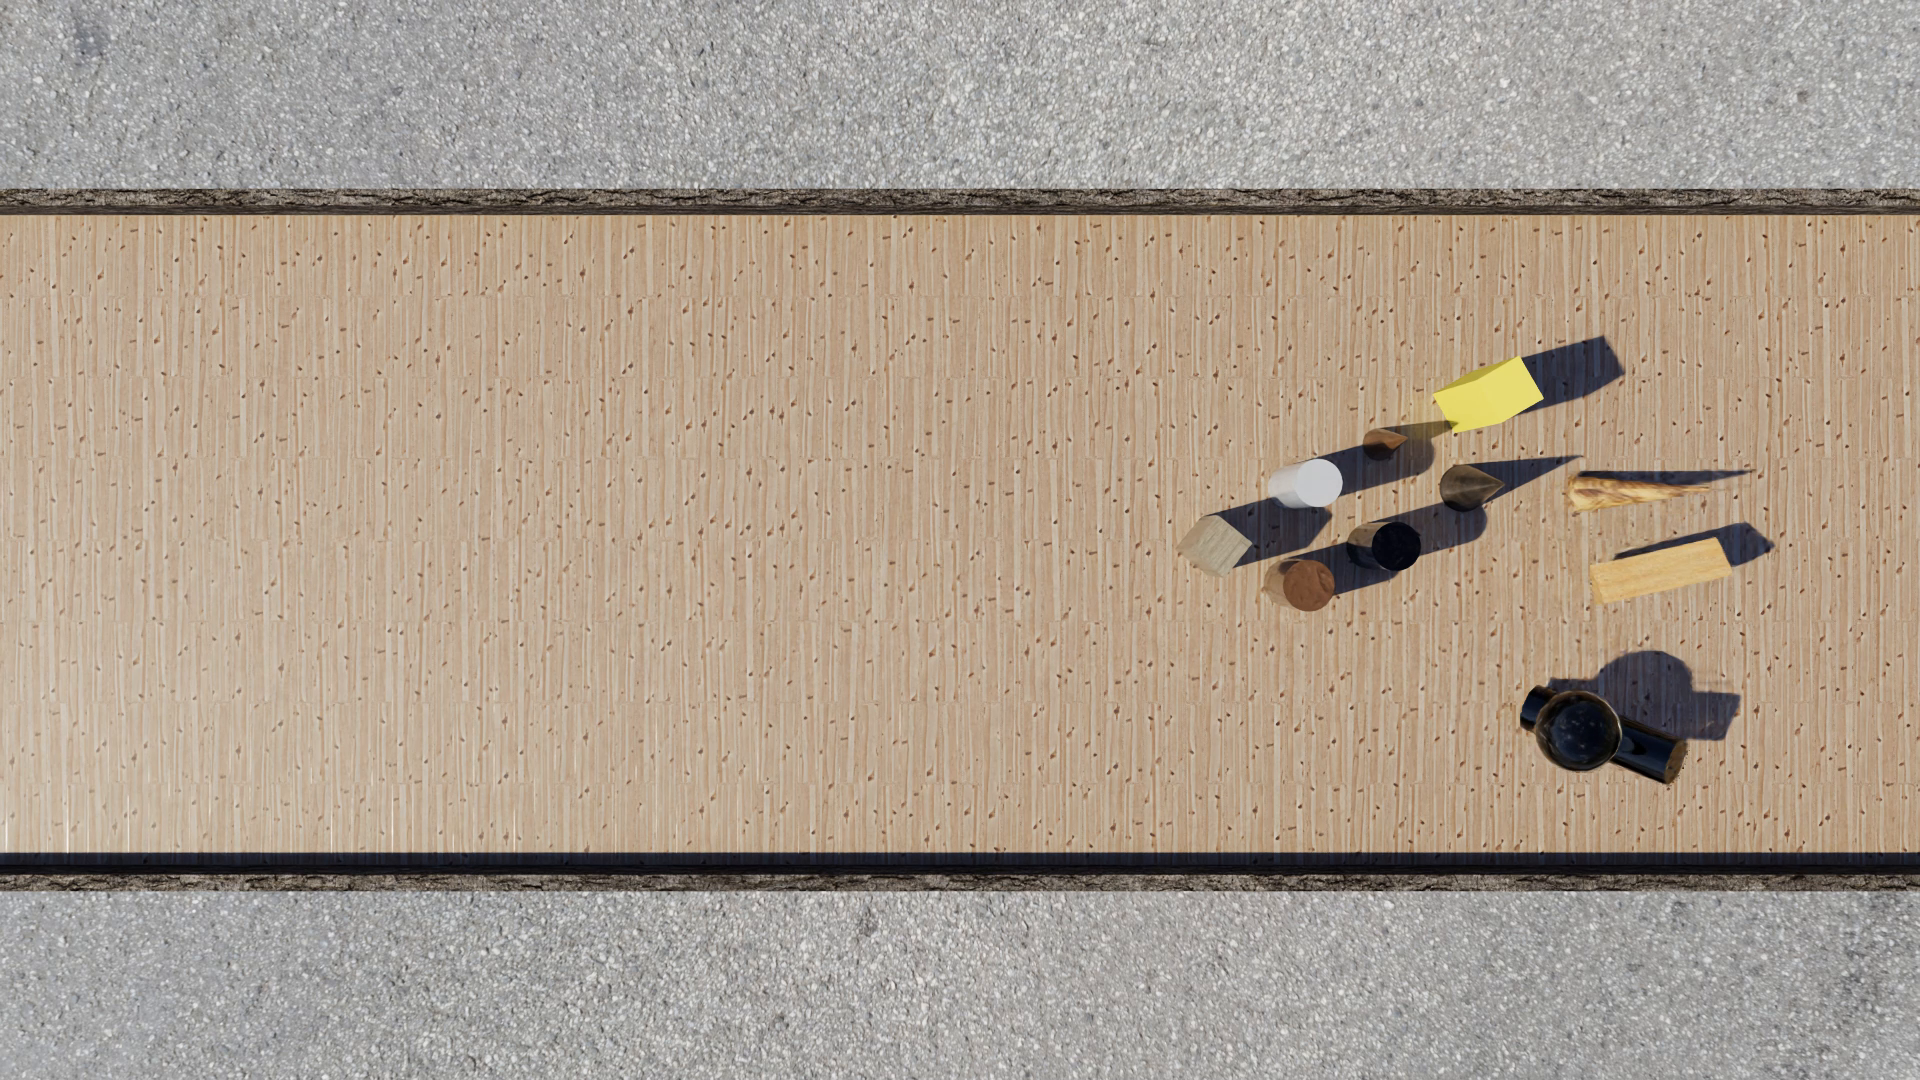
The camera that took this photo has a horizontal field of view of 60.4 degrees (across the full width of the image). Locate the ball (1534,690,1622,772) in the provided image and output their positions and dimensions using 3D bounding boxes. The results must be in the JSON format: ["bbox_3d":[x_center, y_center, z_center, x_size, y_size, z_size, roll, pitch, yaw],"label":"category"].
[{"bbox_3d":[1.774,0.549,4.735,0.235,0.235,0.235,0,90,0],"label":"ball"}]

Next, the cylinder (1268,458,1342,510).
[{"bbox_3d":[1.016,-0.162,4.875,0.136,0.403,0.136,0,90,0],"label":"cylinder"}]

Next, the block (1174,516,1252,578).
[{"bbox_3d":[0.752,0.019,4.912,0.129,0.328,0.129,39,90,0],"label":"block"}]

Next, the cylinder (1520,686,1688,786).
[{"bbox_3d":[1.898,0.574,4.878,0.444,0.143,0.143,22,90,41],"label":"cylinder"}]

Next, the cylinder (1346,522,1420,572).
[{"bbox_3d":[1.261,0.019,4.922,0.143,0.310,0.143,0,90,0],"label":"cylinder"}]

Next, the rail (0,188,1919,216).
[{"bbox_3d":[-2.247,-1.025,5.002,12.000,0.150,0.050,0,90,0],"label":"rail"}]

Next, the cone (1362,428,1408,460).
[{"bbox_3d":[1.289,-0.294,4.908,0.101,0.338,0.101,0,90,0],"label":"cone"}]

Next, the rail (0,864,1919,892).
[{"bbox_3d":[-2.247,1.025,5.001,12.000,0.150,0.050,0,90,0],"label":"rail"}]

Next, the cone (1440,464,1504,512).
[{"bbox_3d":[1.549,-0.160,4.877,0.147,0.399,0.147,0,90,0],"label":"cone"}]

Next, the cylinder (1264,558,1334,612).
[{"bbox_3d":[1.010,0.132,4.926,0.151,0.301,0.151,0,90,0],"label":"cylinder"}]

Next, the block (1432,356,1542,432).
[{"bbox_3d":[1.548,-0.424,4.859,0.138,0.434,0.138,-30,90,0],"label":"block"}]

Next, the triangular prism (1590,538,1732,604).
[{"bbox_3d":[2.077,0.117,4.882,0.367,0.117,0.135,-14,112,9],"label":"triangular prism"}]

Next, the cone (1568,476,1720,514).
[{"bbox_3d":[2.047,-0.143,4.917,0.428,0.117,0.117,-1,90,29],"label":"cone"}]
